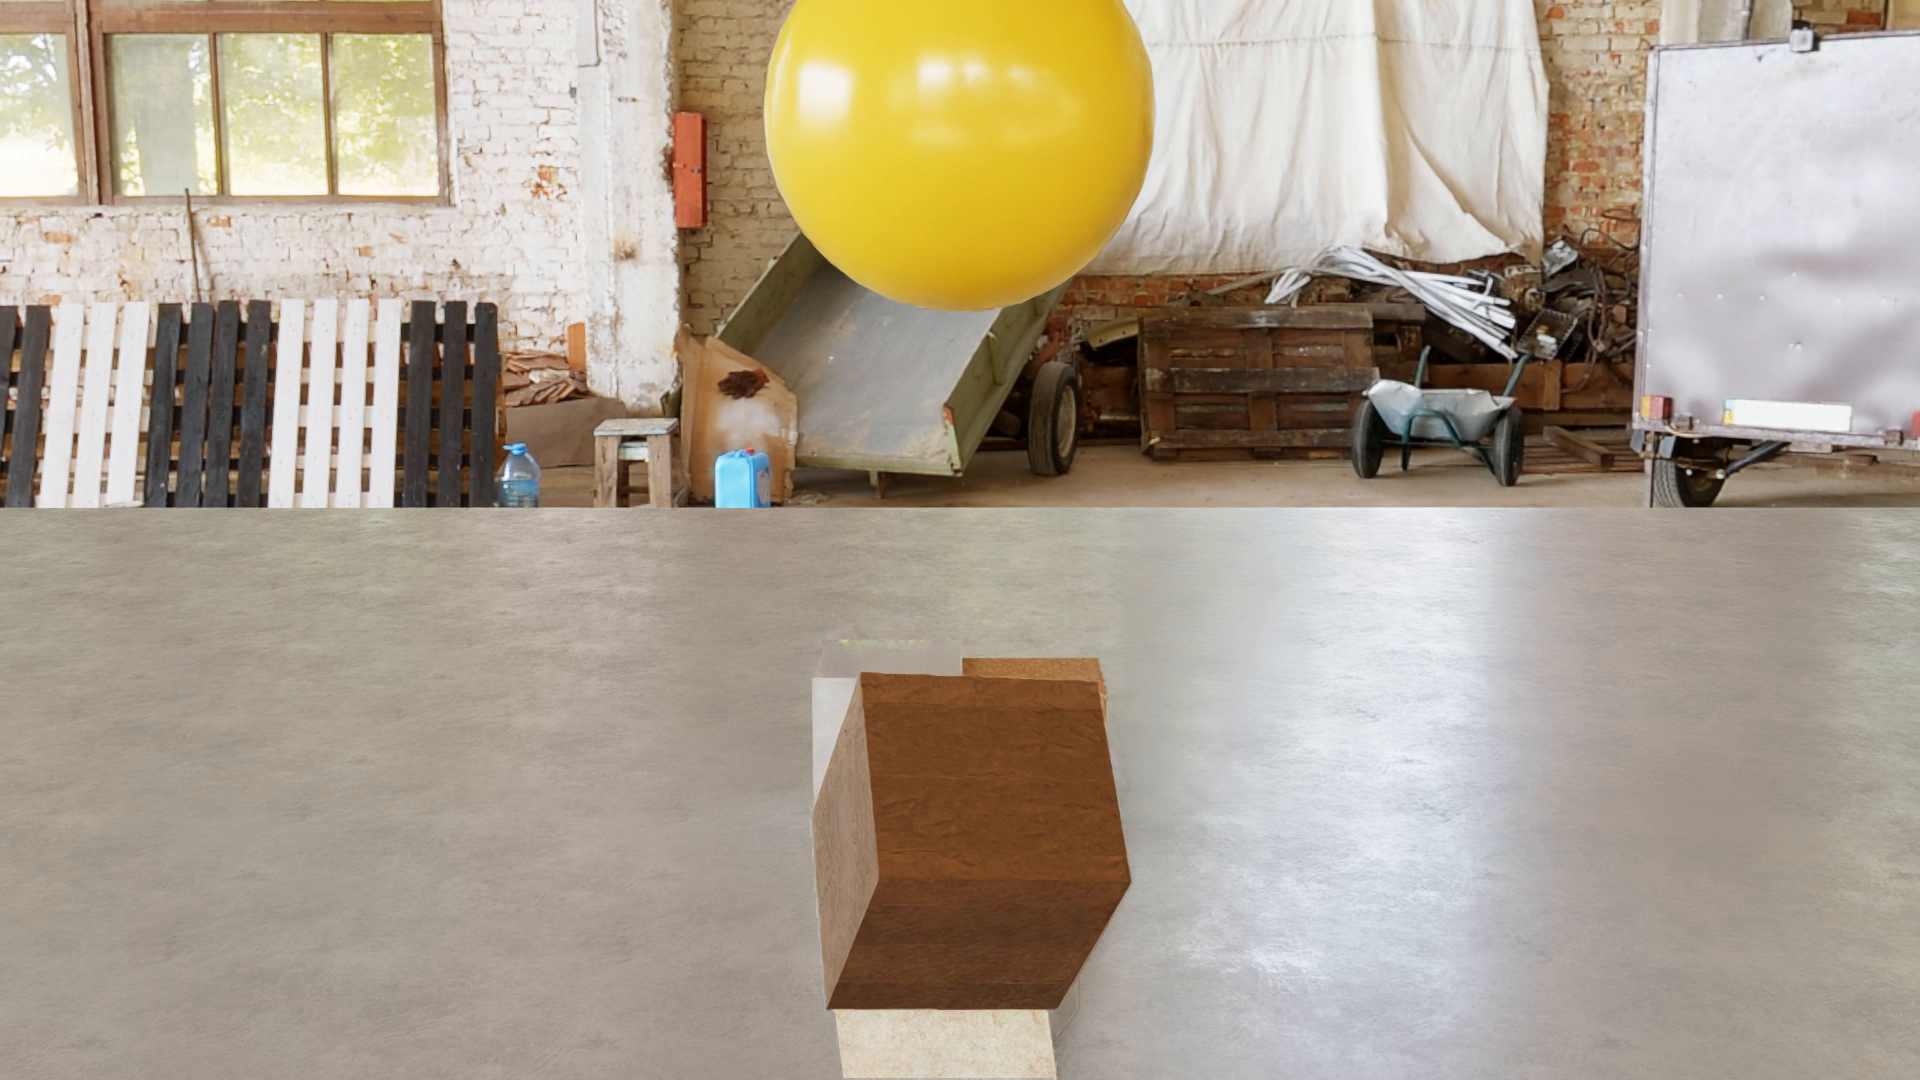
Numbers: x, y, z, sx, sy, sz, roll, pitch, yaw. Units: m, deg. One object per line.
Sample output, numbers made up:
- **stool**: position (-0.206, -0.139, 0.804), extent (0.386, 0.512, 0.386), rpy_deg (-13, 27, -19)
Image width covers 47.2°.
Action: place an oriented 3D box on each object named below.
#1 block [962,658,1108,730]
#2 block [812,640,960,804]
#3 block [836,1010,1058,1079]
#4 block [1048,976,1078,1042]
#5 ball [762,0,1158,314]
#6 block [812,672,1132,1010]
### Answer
- **block**: position (0.371, 1.086, 11.384), extent (0.725, 0.790, 0.760), rpy_deg (0, 10, 0)
- **block**: position (-0.365, 1.040, 11.380), extent (0.732, 0.882, 0.849), rpy_deg (0, 10, 0)
- **block**: position (-0.051, 1.647, 7.773), extent (0.710, 0.679, 0.720), rpy_deg (-8, -9, 1)
- **block**: position (0.042, 1.673, 8.715), extent (0.681, 0.580, 0.701), rpy_deg (4, 12, 20)
- **ball**: position (0.000, -1.729, 8.960), extent (1.600, 1.600, 1.600), rpy_deg (0, 10, 0)
- **block**: position (0.004, 0.953, 6.851), extent (0.752, 0.844, 0.701), rpy_deg (3, 52, -14)
